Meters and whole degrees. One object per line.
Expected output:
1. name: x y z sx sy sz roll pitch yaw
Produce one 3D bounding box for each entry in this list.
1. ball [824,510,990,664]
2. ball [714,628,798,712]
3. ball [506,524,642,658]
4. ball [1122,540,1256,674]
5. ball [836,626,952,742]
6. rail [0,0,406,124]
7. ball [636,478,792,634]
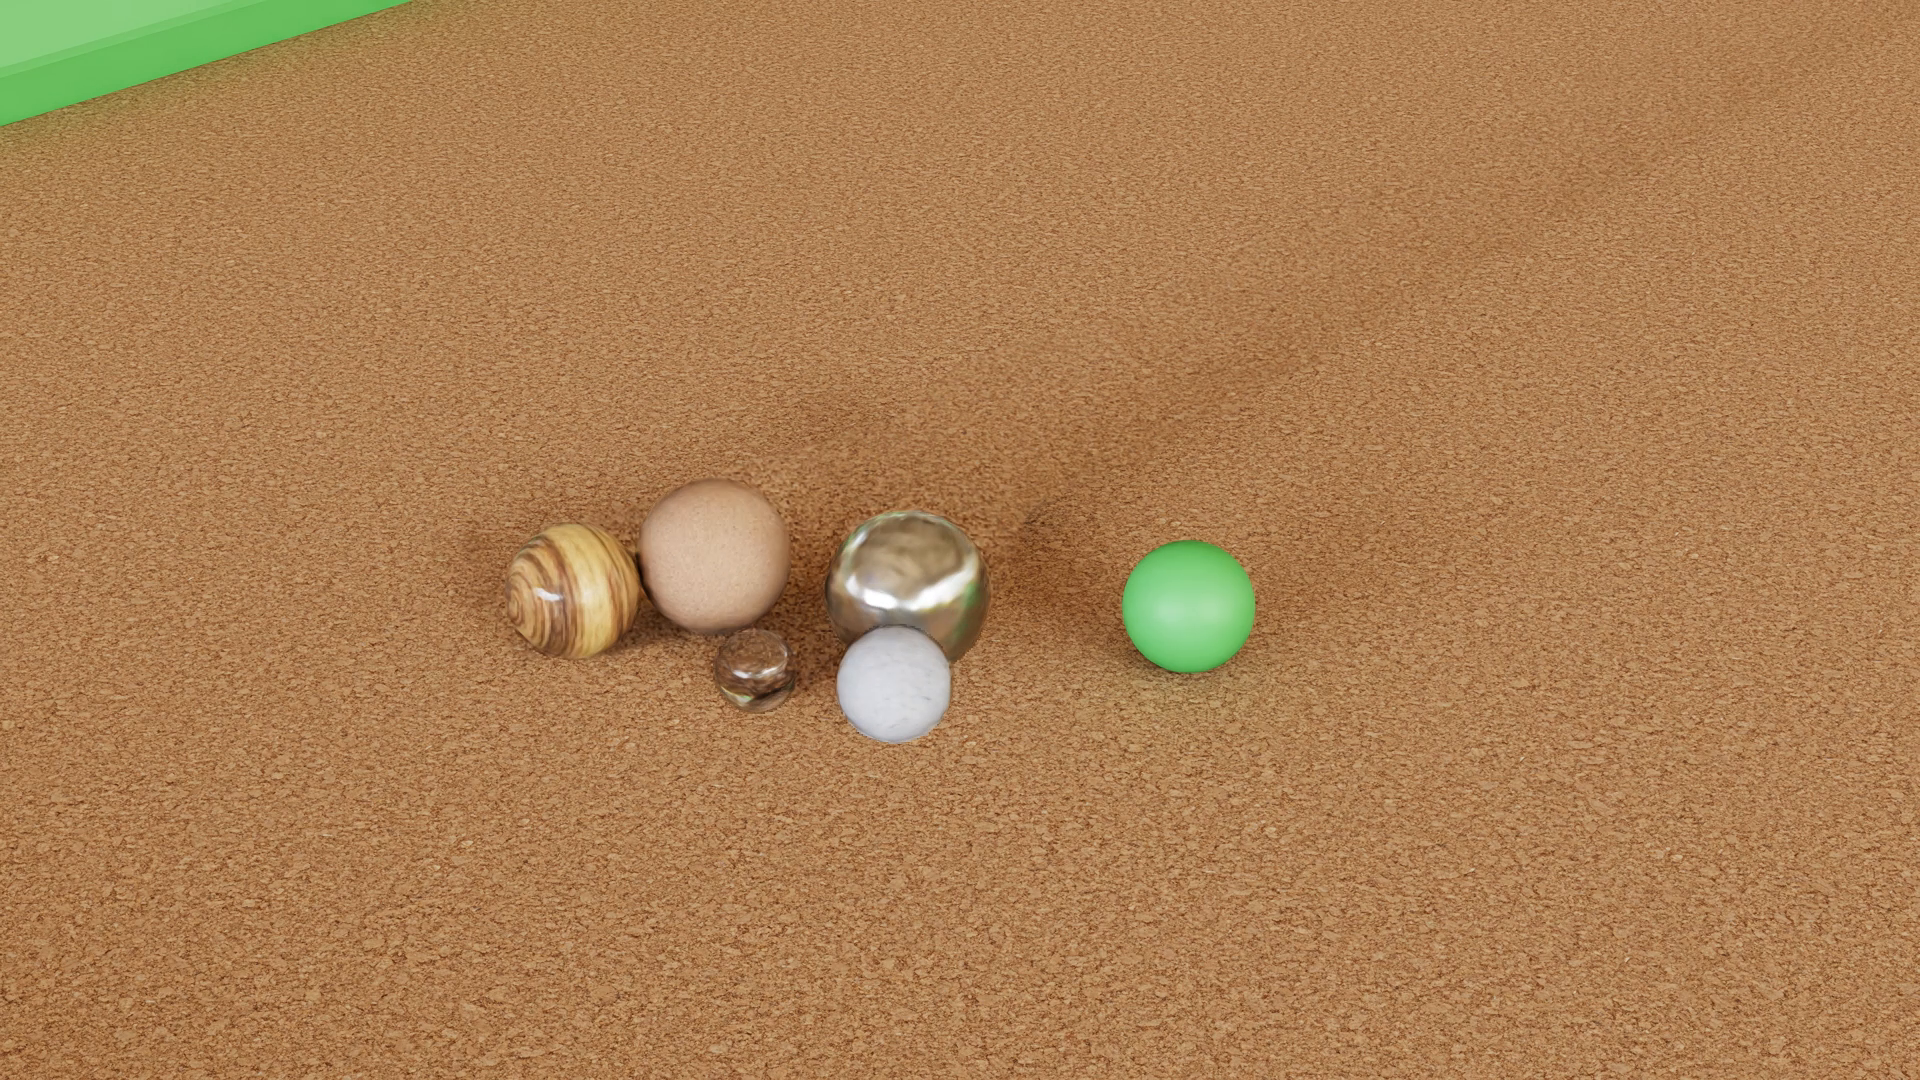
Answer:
1. ball: -0.029 0.029 1.638 0.092 0.092 0.092 0 27 0
2. ball: -0.111 0.071 1.606 0.045 0.045 0.045 0 27 0
3. ball: -0.217 0.029 1.657 0.076 0.076 0.076 0 27 0
4. ball: 0.128 0.037 1.642 0.074 0.074 0.074 0 27 0
5. ball: -0.035 0.077 1.577 0.062 0.062 0.062 0 27 0
6. rail: -0.263 -0.712 3.078 0.045 0.120 4.218 19 32 33
7. ball: -0.140 0.009 1.681 0.089 0.089 0.089 0 27 0
